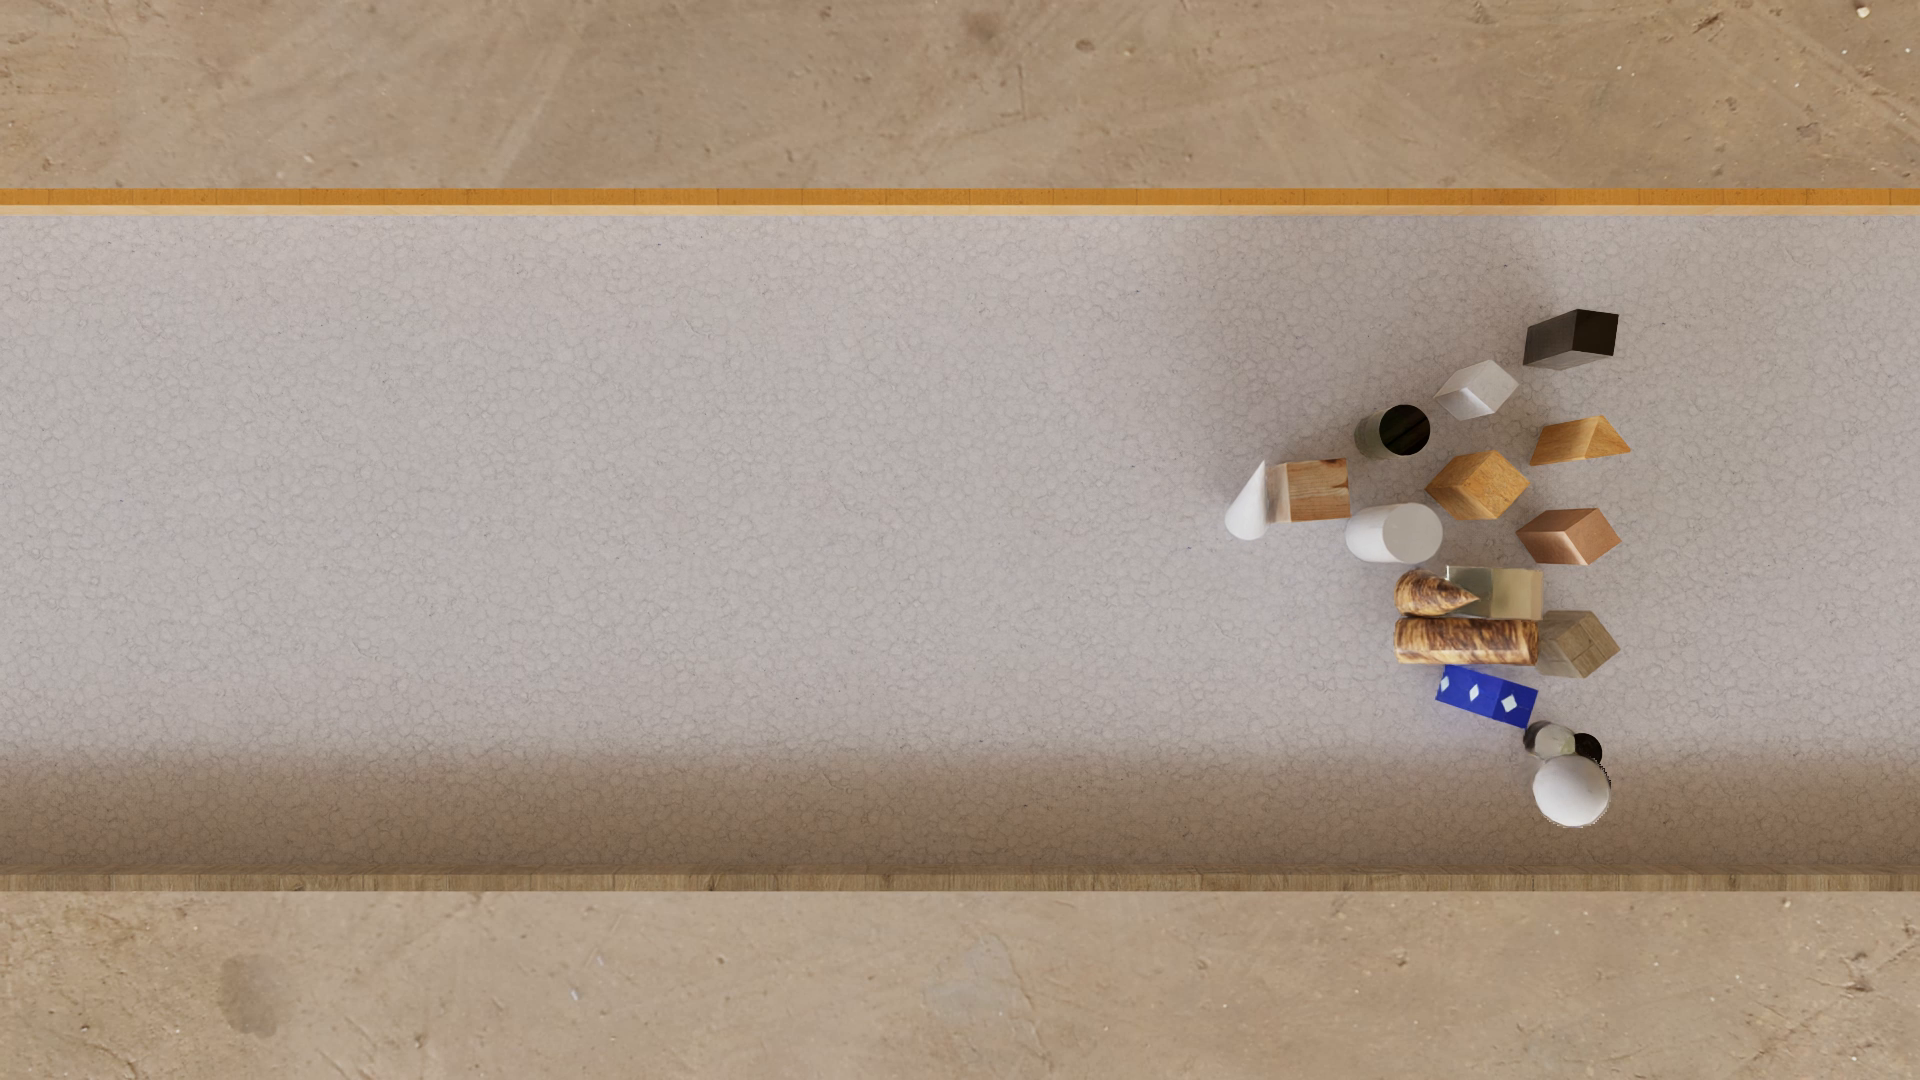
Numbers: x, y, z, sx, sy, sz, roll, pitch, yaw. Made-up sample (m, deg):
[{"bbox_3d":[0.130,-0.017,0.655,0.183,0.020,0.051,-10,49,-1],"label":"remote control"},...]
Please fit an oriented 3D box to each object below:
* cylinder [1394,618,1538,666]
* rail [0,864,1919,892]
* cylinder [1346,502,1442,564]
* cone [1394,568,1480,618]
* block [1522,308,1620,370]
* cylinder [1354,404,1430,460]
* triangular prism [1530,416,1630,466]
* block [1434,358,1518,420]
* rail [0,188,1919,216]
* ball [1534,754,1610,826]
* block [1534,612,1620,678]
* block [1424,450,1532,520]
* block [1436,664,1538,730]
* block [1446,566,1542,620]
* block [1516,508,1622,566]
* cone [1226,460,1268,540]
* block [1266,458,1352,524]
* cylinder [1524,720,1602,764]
[{"bbox_3d":[1.507,0.302,4.915,0.391,0.139,0.139,-2,90,31],"label":"cylinder"},{"bbox_3d":[-2.247,1.025,5.001,12.000,0.150,0.050,0,90,0],"label":"rail"},{"bbox_3d":[1.272,-0.018,4.857,0.170,0.437,0.170,0,90,0],"label":"cylinder"},{"bbox_3d":[1.441,0.167,4.861,0.165,0.411,0.165,0,89,-9],"label":"cone"},{"bbox_3d":[1.799,-0.588,4.873,0.119,0.407,0.119,8,90,0],"label":"block"},{"bbox_3d":[1.288,-0.319,4.926,0.149,0.301,0.149,0,90,0],"label":"cylinder"},{"bbox_3d":[1.810,-0.295,4.853,0.130,0.447,0.113,-9,90,0],"label":"triangular prism"},{"bbox_3d":[1.532,-0.443,4.909,0.110,0.335,0.110,41,90,0],"label":"block"},{"bbox_3d":[-2.247,-1.025,5.002,12.000,0.150,0.050,0,90,0],"label":"rail"},{"bbox_3d":[1.606,0.657,4.333,0.188,0.188,0.188,0,90,0],"label":"ball"},{"bbox_3d":[1.805,0.310,4.918,0.140,0.309,0.140,-37,90,-4],"label":"block"},{"bbox_3d":[1.526,-0.159,4.883,0.139,0.387,0.139,43,90,0],"label":"block"},{"bbox_3d":[1.563,0.462,4.908,0.118,0.318,0.118,18,90,-14],"label":"block"},{"bbox_3d":[1.572,0.153,4.878,0.141,0.392,0.141,2,90,-3],"label":"block"},{"bbox_3d":[1.789,-0.010,4.869,0.117,0.415,0.117,-35,90,0],"label":"block"},{"bbox_3d":[0.876,-0.146,4.889,0.133,0.355,0.133,0,61,1],"label":"cone"},{"bbox_3d":[1.033,-0.143,4.914,0.173,0.325,0.173,-5,90,0],"label":"block"},{"bbox_3d":[1.794,0.615,4.916,0.118,0.320,0.118,0,90,0],"label":"cylinder"}]
